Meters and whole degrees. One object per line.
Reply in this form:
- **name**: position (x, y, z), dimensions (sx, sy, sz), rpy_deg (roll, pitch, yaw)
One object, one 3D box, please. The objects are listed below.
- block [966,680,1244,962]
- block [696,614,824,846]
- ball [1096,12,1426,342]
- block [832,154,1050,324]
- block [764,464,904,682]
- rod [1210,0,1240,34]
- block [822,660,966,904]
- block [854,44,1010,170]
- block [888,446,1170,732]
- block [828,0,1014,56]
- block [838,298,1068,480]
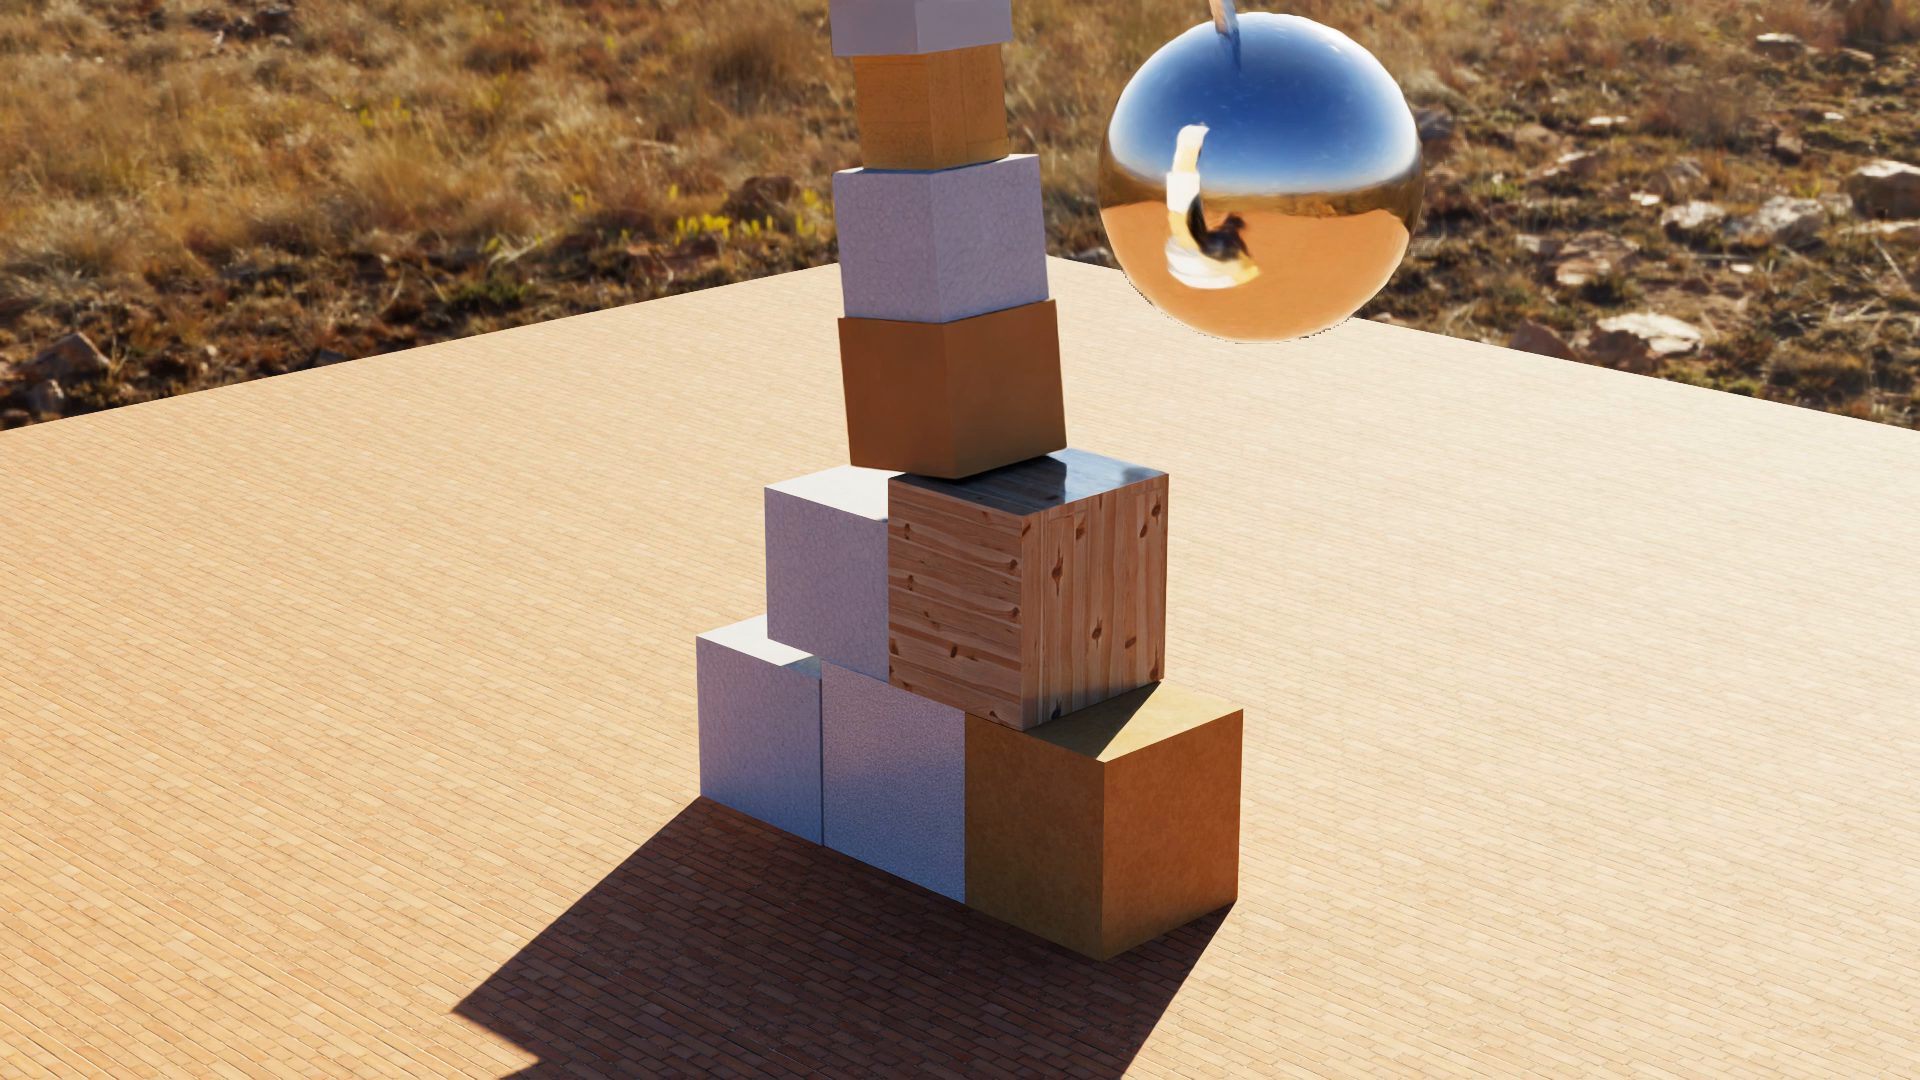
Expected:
- **block**: position (0.636, 1.188, 13.028), dimensions (0.908, 0.921, 0.826), rpy_deg (-17, 24, -42)
- **block**: position (-0.625, 0.846, 14.269), dimensions (0.957, 0.830, 0.877), rpy_deg (-17, 24, -42)
- **ball**: position (1.467, -1.765, 14.324), dimensions (1.600, 1.600, 1.600), rpy_deg (0, 17, 0)
- **block**: position (-0.083, -1.347, 13.001), dimensions (0.675, 0.642, 0.621), rpy_deg (-17, 17, -42)
- **block**: position (-0.300, 0.106, 13.676), dimensions (0.868, 0.746, 0.847), rpy_deg (-17, 24, -42)
- **rod**: position (0.636, -4.559, 12.575), dimensions (0.080, 5.200, 0.080), rpy_deg (17, 44, 42)
- **block**: position (0.031, 0.991, 13.648), dimensions (0.959, 0.926, 0.930), rpy_deg (-17, 24, -42)
- **block**: position (-0.125, -1.906, 12.880), dimensions (0.461, 0.504, 0.455), rpy_deg (-17, 17, -42)
- **block**: position (0.303, 0.176, 13.080), dimensions (0.939, 0.968, 0.821), rpy_deg (-17, 24, -42)
- **block**: position (-0.180, -2.378, 12.752), dimensions (0.578, 0.477, 0.536), rpy_deg (-17, 17, -42)
- **block**: position (-0.032, -0.703, 13.144), dimensions (0.708, 0.681, 0.677), rpy_deg (-17, 17, -42)
